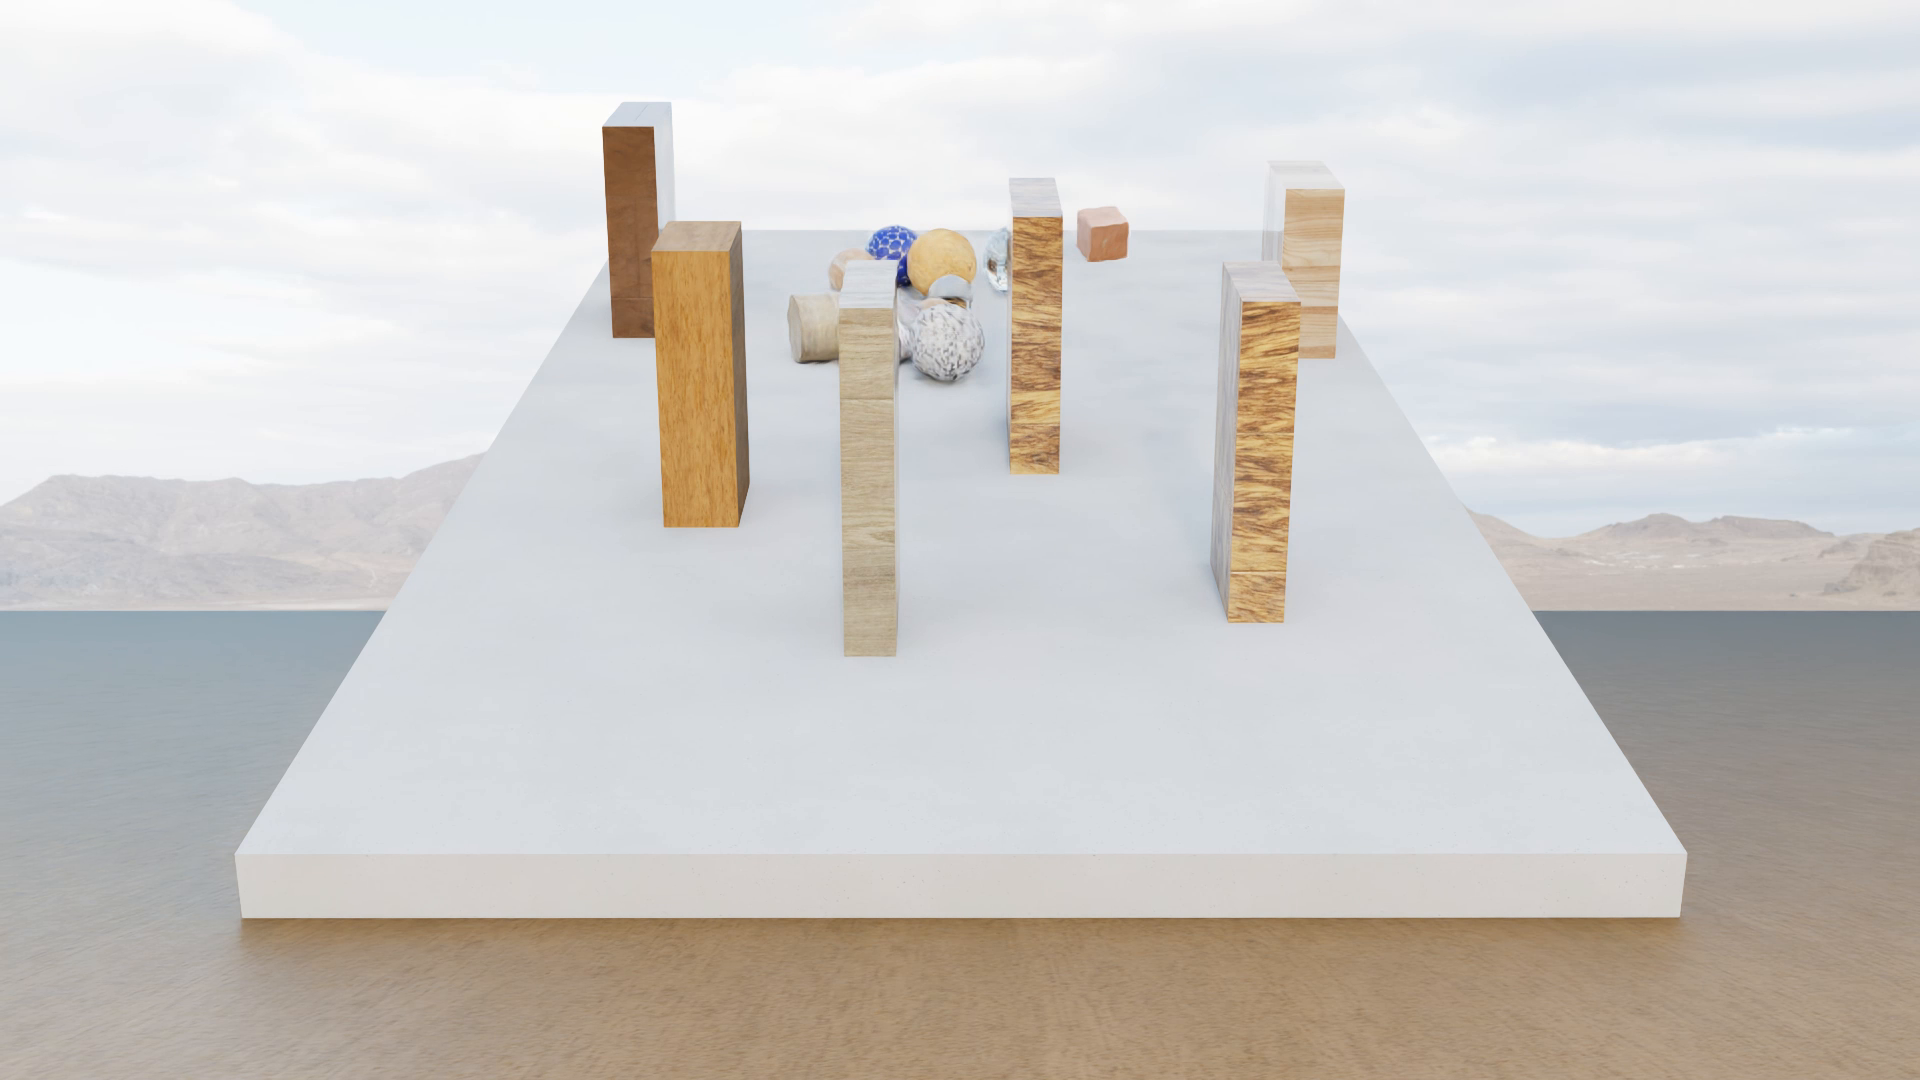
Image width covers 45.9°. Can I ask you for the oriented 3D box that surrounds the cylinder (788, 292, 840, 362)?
[{"bbox_3d":[-0.320,-0.517,5.480,0.162,0.162,0.162,-6,0,-15],"label":"cylinder"}]

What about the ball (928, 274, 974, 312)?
[{"bbox_3d":[-0.025,-0.622,5.829,0.120,0.120,0.120,0,-2,0],"label":"ball"}]

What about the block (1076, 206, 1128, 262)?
[{"bbox_3d":[0.407,-0.876,6.490,0.113,0.113,0.113,-9,36,-15],"label":"block"}]

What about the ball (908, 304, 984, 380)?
[{"bbox_3d":[-0.032,-0.463,5.308,0.180,0.180,0.180,0,-2,0],"label":"ball"}]

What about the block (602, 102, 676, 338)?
[{"bbox_3d":[-0.807,-0.819,5.768,0.127,0.530,0.373,0,20,0],"label":"block"}]

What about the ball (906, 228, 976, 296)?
[{"bbox_3d":[-0.049,-0.734,6.036,0.189,0.189,0.189,0,-2,0],"label":"ball"}]

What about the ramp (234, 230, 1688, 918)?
[{"bbox_3d":[-0.005,-0.208,5.017,2.000,0.100,4.000,0,20,0],"label":"ramp"}]

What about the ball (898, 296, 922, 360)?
[{"bbox_3d":[-0.155,-0.511,5.478,0.154,0.154,0.154,0,-2,0],"label":"ball"}]

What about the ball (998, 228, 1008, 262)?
[{"bbox_3d":[0.167,-0.835,6.436,0.116,0.116,0.116,0,-2,0],"label":"ball"}]

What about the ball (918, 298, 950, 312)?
[{"bbox_3d":[-0.062,-0.536,5.590,0.123,0.123,0.123,0,-2,0],"label":"ball"}]

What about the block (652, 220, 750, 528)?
[{"bbox_3d":[-0.499,-0.324,4.398,0.144,0.541,0.264,0,20,0],"label":"block"}]

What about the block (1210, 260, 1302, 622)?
[{"bbox_3d":[0.511,-0.174,3.954,0.096,0.569,0.292,0,20,0],"label":"block"}]

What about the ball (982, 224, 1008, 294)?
[{"bbox_3d":[0.156,-0.752,6.081,0.193,0.193,0.193,0,-2,0],"label":"ball"}]

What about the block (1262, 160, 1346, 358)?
[{"bbox_3d":[0.841,-0.699,5.613,0.141,0.416,0.363,0,20,0],"label":"block"}]

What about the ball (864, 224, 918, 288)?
[{"bbox_3d":[-0.177,-0.772,6.185,0.175,0.175,0.175,0,-2,0],"label":"ball"}]

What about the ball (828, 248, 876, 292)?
[{"bbox_3d":[-0.283,-0.710,6.044,0.138,0.138,0.138,0,-2,0],"label":"ball"}]

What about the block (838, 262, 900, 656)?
[{"bbox_3d":[-0.150,-0.141,3.823,0.086,0.595,0.325,0,20,0],"label":"block"}]

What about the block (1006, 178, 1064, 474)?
[{"bbox_3d":[0.154,-0.457,4.773,0.101,0.537,0.408,0,20,0],"label":"block"}]
